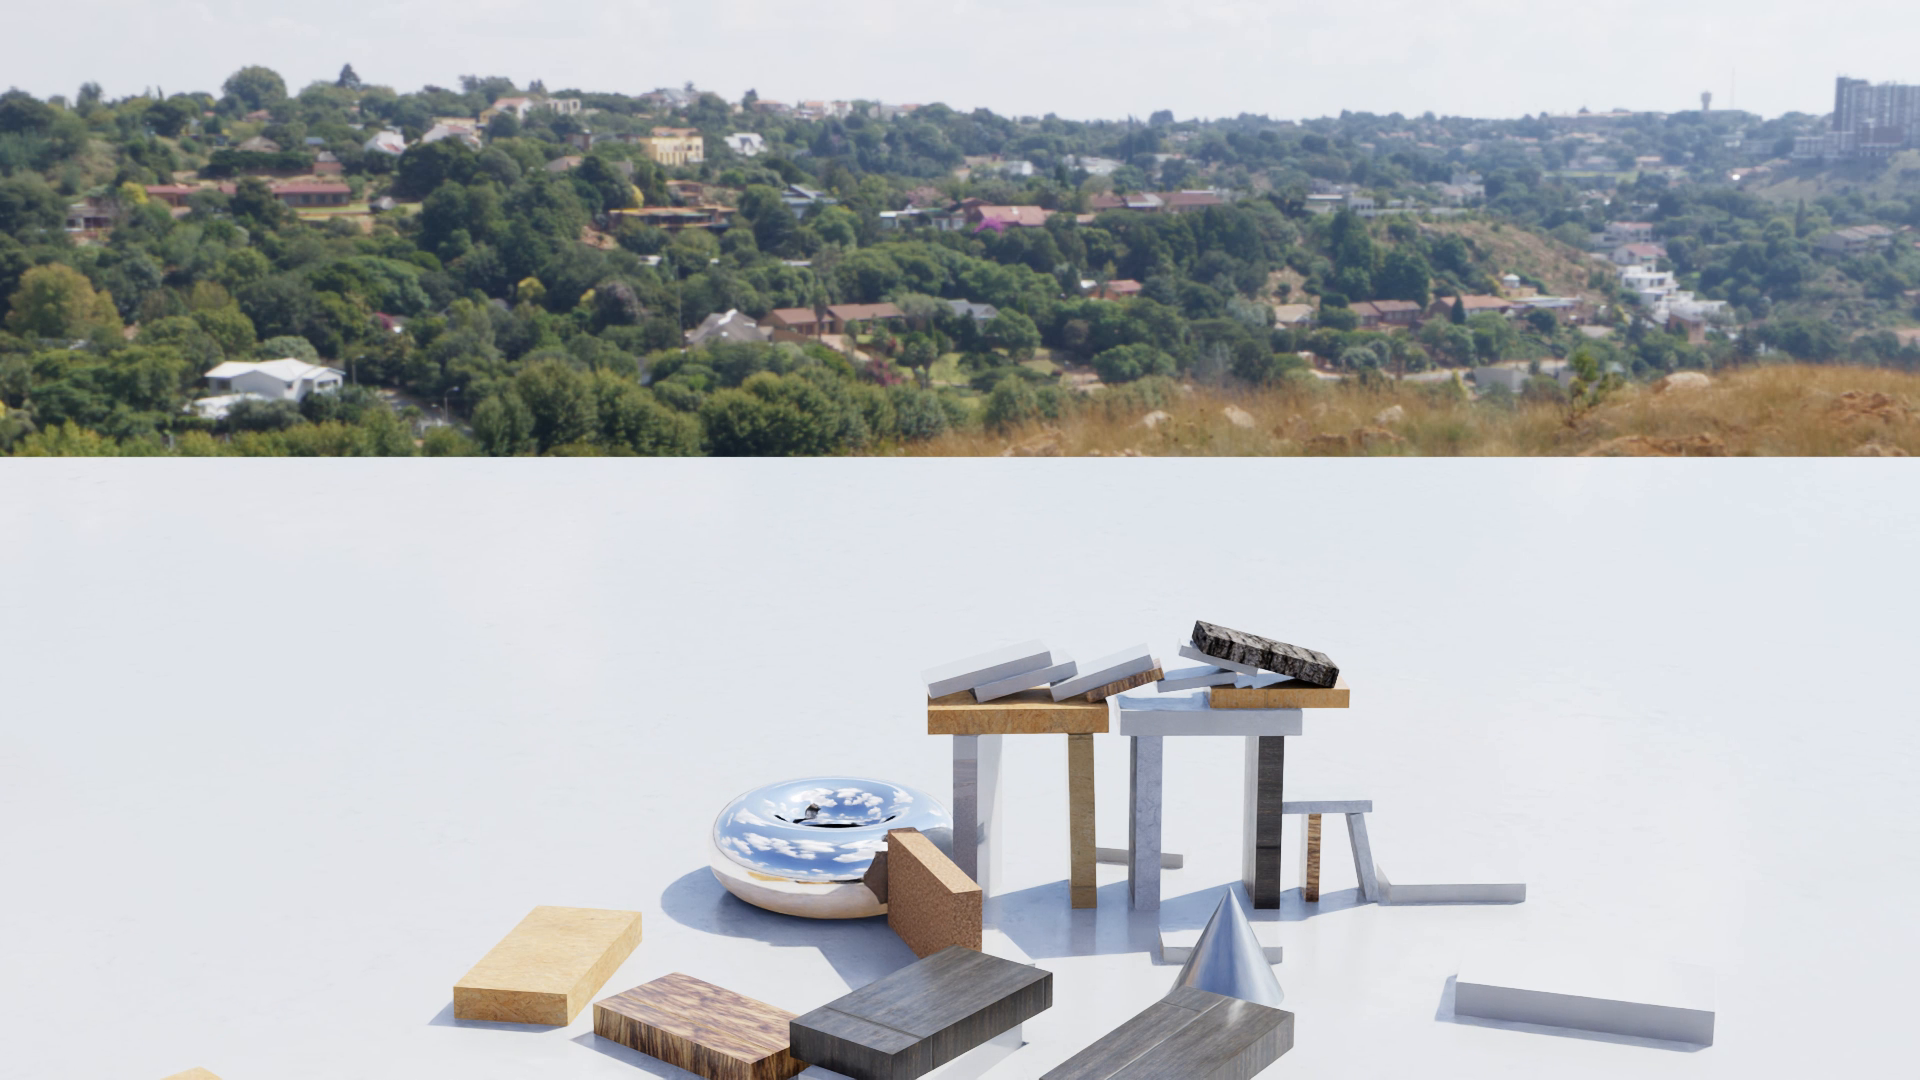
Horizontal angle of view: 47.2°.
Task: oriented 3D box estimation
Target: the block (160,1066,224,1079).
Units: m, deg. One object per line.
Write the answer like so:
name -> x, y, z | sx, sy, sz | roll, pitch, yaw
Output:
block -> -1.048, 0.745, 2.701 | 0.171, 0.048, 0.341 | 10, 14, 42

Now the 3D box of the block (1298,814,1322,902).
block -> 0.581, 0.516, 3.653 | 0.022, 0.152, 0.076 | 0, 11, 0

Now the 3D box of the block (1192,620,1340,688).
block -> 0.497, 0.185, 3.591 | 0.224, 0.032, 0.112 | 15, 9, -6

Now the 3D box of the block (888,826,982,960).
block -> -0.042, 0.564, 3.376 | 0.045, 0.158, 0.316 | -4, 11, -19

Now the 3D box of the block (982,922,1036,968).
block -> 0.040, 0.633, 3.364 | 0.091, 0.026, 0.182 | -4, 11, -20

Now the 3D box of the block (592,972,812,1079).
block -> -0.345, 0.681, 3.055 | 0.316, 0.045, 0.158 | 9, 14, 39

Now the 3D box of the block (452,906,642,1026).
block -> -0.612, 0.634, 3.300 | 0.171, 0.048, 0.341 | 2, 11, 10

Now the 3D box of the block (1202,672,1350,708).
block -> 0.516, 0.246, 3.601 | 0.224, 0.032, 0.112 | 0, 11, 0

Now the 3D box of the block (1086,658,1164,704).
block -> 0.269, 0.230, 3.599 | 0.131, 0.018, 0.065 | -19, 9, 6

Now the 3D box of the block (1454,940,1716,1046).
block -> 0.908, 0.653, 3.191 | 0.353, 0.050, 0.176 | 3, 11, 18

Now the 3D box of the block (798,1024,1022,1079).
block -> -0.062, 0.699, 2.960 | 0.158, 0.045, 0.316 | 6, 12, 30

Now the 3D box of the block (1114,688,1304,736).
block -> 0.404, 0.282, 3.609 | 0.293, 0.042, 0.147 | 0, 11, 0

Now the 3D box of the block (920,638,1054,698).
block -> 0.043, 0.211, 3.631 | 0.207, 0.026, 0.091 | -15, 13, -6

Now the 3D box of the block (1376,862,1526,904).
block -> 0.820, 0.572, 3.679 | 0.224, 0.032, 0.112 | 0, 11, -2

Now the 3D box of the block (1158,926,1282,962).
block -> 0.402, 0.626, 3.406 | 0.182, 0.026, 0.091 | 0, 11, 0

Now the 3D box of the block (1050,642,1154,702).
block -> 0.232, 0.217, 3.616 | 0.172, 0.024, 0.086 | -19, 9, 5

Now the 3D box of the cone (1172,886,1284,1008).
cone -> 0.395, 0.586, 3.232 | 0.167, 0.167, 0.167 | 0, 11, 0

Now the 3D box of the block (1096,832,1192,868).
block -> 0.313, 0.543, 3.857 | 0.172, 0.024, 0.086 | 3, 11, 15

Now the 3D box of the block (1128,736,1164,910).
block -> 0.306, 0.446, 3.640 | 0.042, 0.293, 0.147 | 0, 11, 0

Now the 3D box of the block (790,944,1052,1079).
block -> -0.048, 0.645, 2.993 | 0.176, 0.050, 0.353 | 8, 13, 37

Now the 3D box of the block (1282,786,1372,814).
block -> 0.598, 0.430, 3.635 | 0.152, 0.022, 0.076 | -1, 11, -1

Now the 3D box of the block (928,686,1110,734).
block -> 0.093, 0.279, 3.618 | 0.293, 0.042, 0.147 | 0, 10, -1

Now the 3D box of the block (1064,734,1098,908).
block -> 0.199, 0.445, 3.642 | 0.042, 0.293, 0.147 | -2, 11, 0

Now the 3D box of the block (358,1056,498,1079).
block -> -0.741, 0.740, 2.727 | 0.171, 0.048, 0.341 | 5, 12, 27

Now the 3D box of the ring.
ring -> -0.210, 0.512, 3.704 | 0.434, 0.145, 0.434 | 1, 11, 0

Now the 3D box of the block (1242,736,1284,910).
block -> 0.501, 0.446, 3.640 | 0.042, 0.293, 0.147 | 0, 11, -1

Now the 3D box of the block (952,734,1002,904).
block -> 0.030, 0.447, 3.633 | 0.042, 0.293, 0.147 | 3, 11, 17

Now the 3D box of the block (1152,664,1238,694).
block -> 0.383, 0.225, 3.592 | 0.131, 0.018, 0.065 | -8, 10, -1

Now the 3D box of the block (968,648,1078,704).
block -> 0.101, 0.224, 3.630 | 0.172, 0.024, 0.086 | -16, 13, -8

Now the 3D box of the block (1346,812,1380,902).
block -> 0.666, 0.515, 3.652 | 0.022, 0.152, 0.076 | -12, 10, 2

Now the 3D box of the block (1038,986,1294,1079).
block -> 0.282, 0.699, 2.945 | 0.176, 0.050, 0.382 | 7, 13, 34

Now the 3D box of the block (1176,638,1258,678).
block -> 0.420, 0.191, 3.586 | 0.130, 0.018, 0.065 | 16, 9, 0
